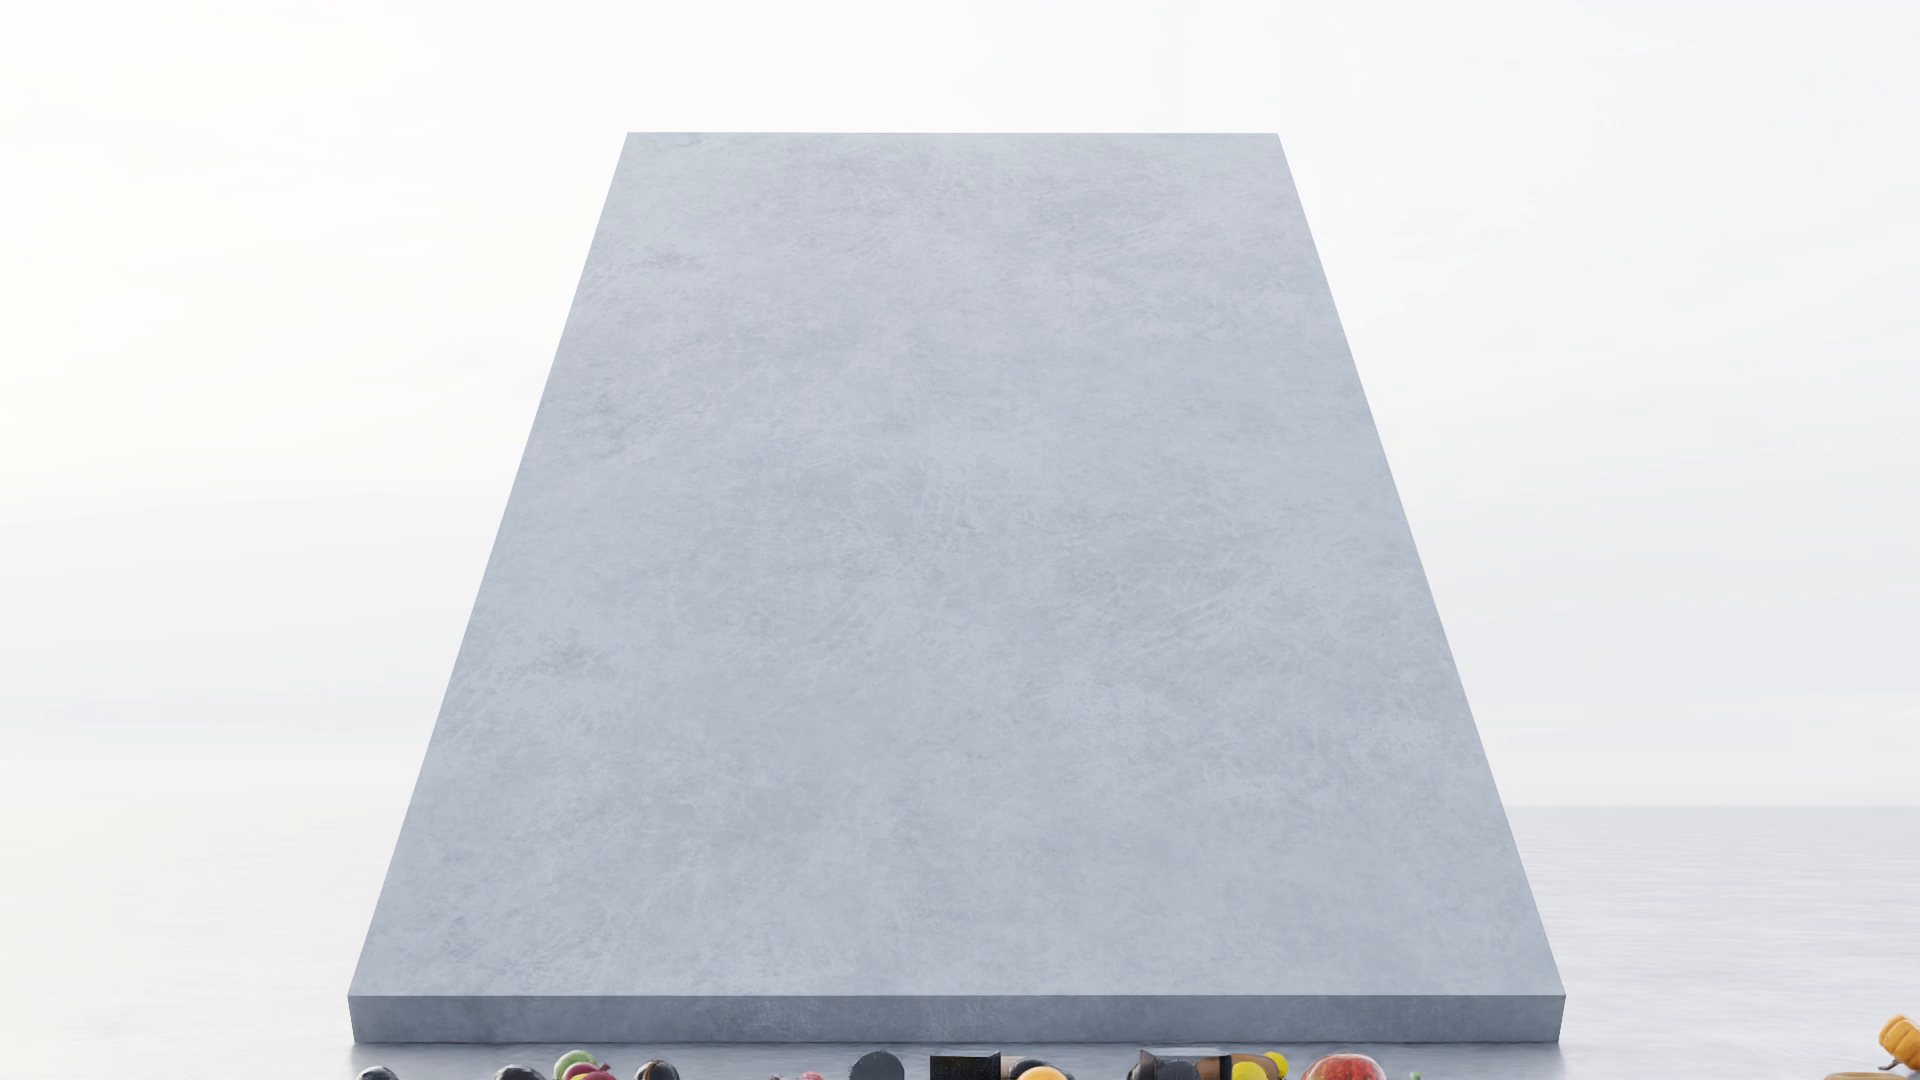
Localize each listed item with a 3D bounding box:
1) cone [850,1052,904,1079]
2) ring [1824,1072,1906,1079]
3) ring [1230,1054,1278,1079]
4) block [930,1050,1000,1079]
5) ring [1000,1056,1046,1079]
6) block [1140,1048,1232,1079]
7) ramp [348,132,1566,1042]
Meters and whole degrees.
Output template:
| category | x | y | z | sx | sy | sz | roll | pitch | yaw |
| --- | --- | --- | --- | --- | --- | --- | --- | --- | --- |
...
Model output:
| category | x | y | z | sx | sy | sz | roll | pitch | yaw |
| --- | --- | --- | --- | --- | --- | --- | --- | --- | --- |
| cone | -0.102 | 0.731 | 3.219 | 0.076 | 0.076 | 0.076 | -2 | -33 | 14 |
| ring | 1.198 | 0.726 | 3.191 | 0.117 | 0.039 | 0.117 | -1 | -7 | 0 |
| ring | 0.382 | 0.745 | 3.385 | 0.128 | 0.043 | 0.128 | 0 | -8 | 0 |
| block | 0.007 | 0.697 | 3.096 | 0.077 | 0.077 | 0.077 | -1 | -6 | 12 |
| ring | 0.078 | 0.761 | 3.472 | 0.092 | 0.031 | 0.092 | 1 | -7 | 0 |
| block | 0.276 | 0.674 | 2.956 | 0.093 | 0.093 | 0.093 | 1 | -6 | -8 |
| ramp | -0.013 | -0.210 | 5.719 | 2.000 | 0.100 | 4.000 | 0 | 30 | 0 |
